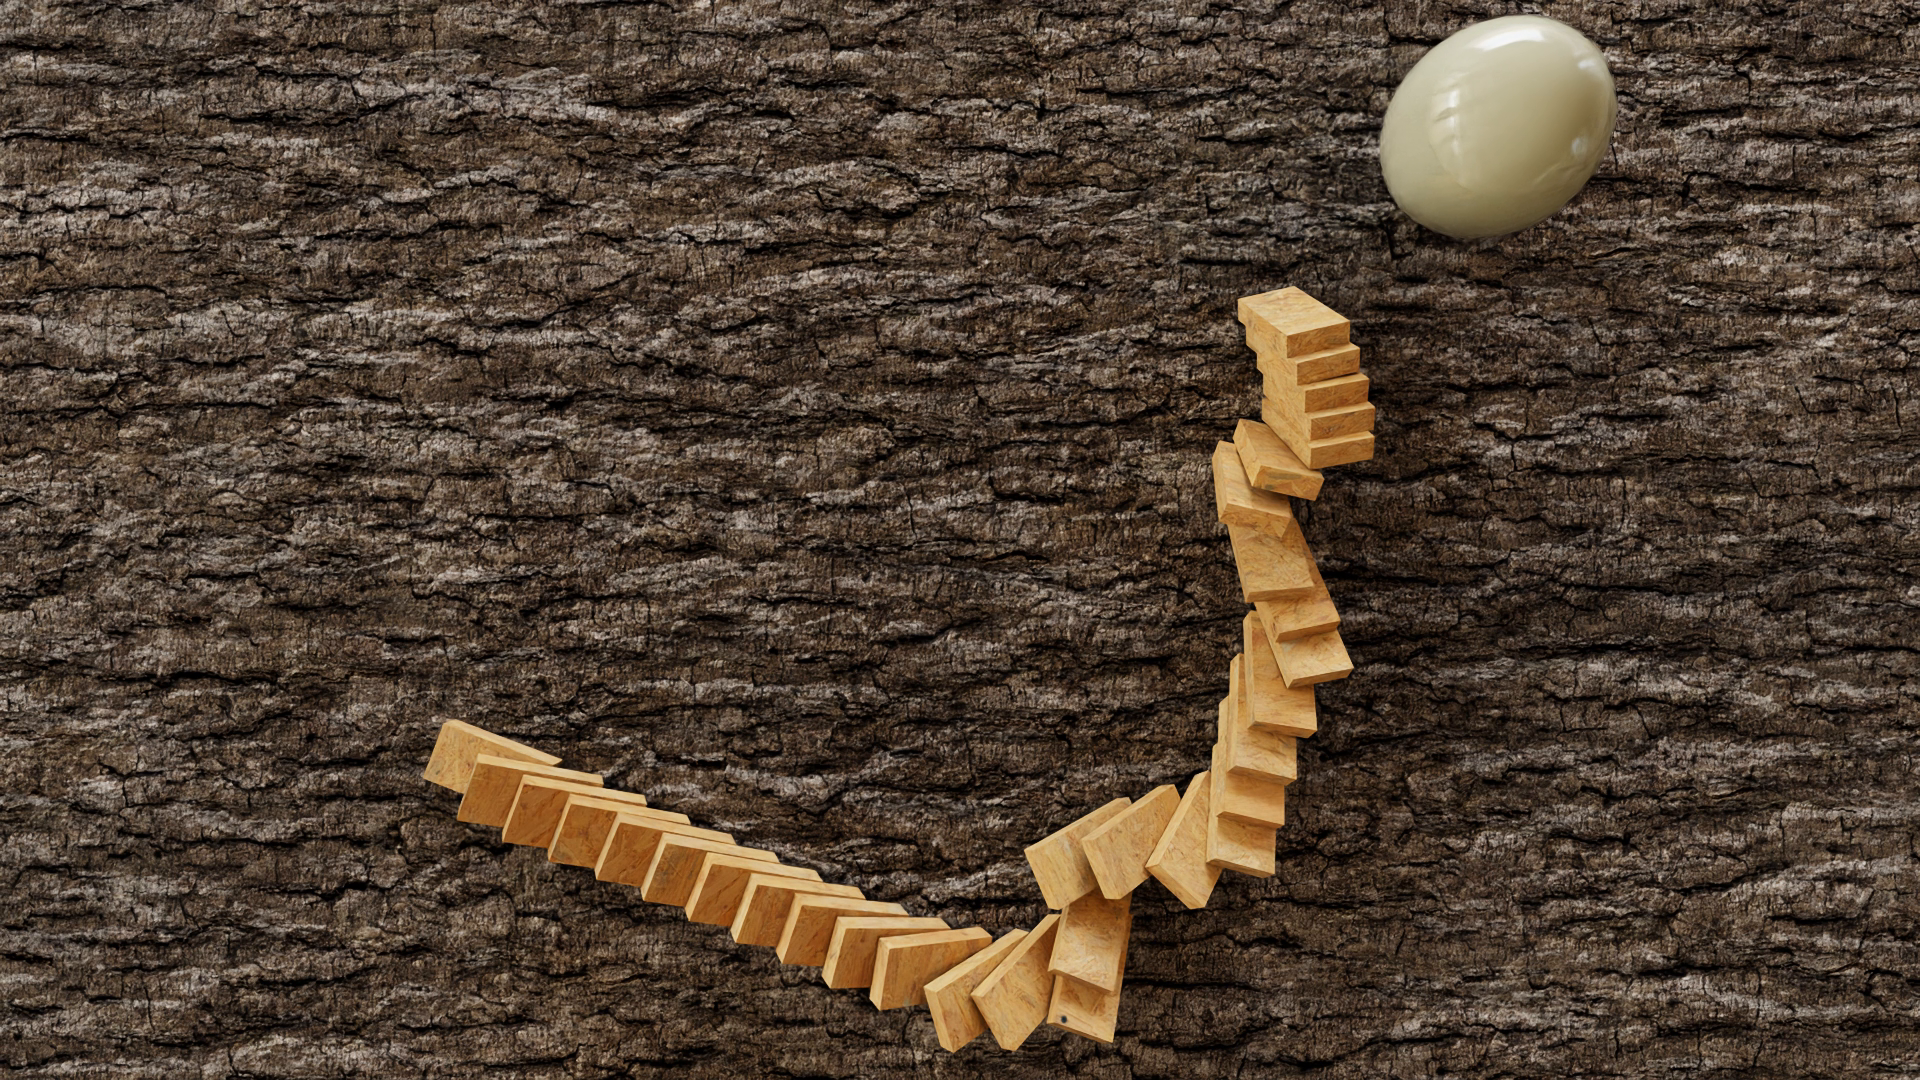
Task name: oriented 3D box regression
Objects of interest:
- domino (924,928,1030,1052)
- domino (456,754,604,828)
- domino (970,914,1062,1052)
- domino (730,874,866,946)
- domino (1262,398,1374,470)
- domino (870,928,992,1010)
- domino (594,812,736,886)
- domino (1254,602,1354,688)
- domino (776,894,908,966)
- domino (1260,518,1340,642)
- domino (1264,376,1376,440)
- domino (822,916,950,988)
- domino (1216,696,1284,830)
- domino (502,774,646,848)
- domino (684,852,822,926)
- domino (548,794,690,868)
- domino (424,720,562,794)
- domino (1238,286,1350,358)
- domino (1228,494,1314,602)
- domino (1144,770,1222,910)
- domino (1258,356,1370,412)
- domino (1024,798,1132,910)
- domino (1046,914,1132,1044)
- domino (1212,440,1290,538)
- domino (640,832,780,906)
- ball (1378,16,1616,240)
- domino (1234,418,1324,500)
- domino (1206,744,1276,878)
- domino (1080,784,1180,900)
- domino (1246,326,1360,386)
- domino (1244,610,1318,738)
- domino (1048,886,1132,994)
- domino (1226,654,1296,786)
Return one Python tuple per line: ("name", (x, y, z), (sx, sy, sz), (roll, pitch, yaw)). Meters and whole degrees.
("domino", (0.011, 0.186, 0.382), (0.050, 0.009, 0.025), (-16, 90, -35))
("domino", (-0.179, 0.108, 0.384), (0.050, 0.009, 0.025), (20, 90, -27))
("domino", (0.030, 0.183, 0.381), (0.050, 0.009, 0.025), (-30, 90, -37))
("domino", (-0.067, 0.157, 0.384), (0.050, 0.009, 0.025), (20, 90, -29))
("domino", (0.146, -0.046, 0.376), (0.025, 0.050, 0.009), (-10, 121, 0))
("domino", (-0.012, 0.178, 0.383), (0.050, 0.010, 0.025), (9, 90, -32))
("domino", (-0.123, 0.133, 0.384), (0.050, 0.009, 0.025), (22, 90, -28))
("domino", (0.141, 0.035, 0.382), (0.025, 0.010, 0.050), (-10, 58, -2))
("domino", (-0.049, 0.164, 0.384), (0.050, 0.009, 0.025), (19, 90, -29))
("domino", (0.136, 0.016, 0.383), (0.025, 0.009, 0.050), (-11, 58, 0))
("domino", (0.146, -0.058, 0.376), (0.025, 0.050, 0.009), (-10, 121, 0))
("domino", (-0.030, 0.172, 0.383), (0.050, 0.010, 0.025), (15, 90, -31))
("domino", (0.121, 0.092, 0.382), (0.025, 0.009, 0.050), (14, 58, -2))
("domino", (-0.161, 0.116, 0.384), (0.050, 0.010, 0.025), (20, 90, -28))
("domino", (-0.086, 0.149, 0.384), (0.050, 0.010, 0.025), (22, 90, -29))
("domino", (-0.142, 0.125, 0.384), (0.050, 0.010, 0.025), (21, 90, -28))
("domino", (-0.201, 0.099, 0.395), (0.050, 0.010, 0.025), (21, 90, 0))
("domino", (0.136, -0.090, 0.376), (0.025, 0.050, 0.009), (-13, 121, 0))
("domino", (0.127, 0.001, 0.382), (0.025, 0.009, 0.050), (-5, 58, 4))
("domino", (0.100, 0.124, 0.382), (0.025, 0.010, 0.050), (43, 55, 0))
("domino", (0.144, -0.069, 0.376), (0.025, 0.050, 0.010), (-10, 121, 0))
("domino", (0.054, 0.130, 0.383), (0.050, 0.010, 0.025), (-20, 81, -26))
("domino", (0.054, 0.178, 0.381), (0.025, 0.010, 0.050), (22, 56, -4))
("domino", (0.119, -0.022, 0.377), (0.025, 0.050, 0.009), (14, 126, 2))
("domino", (-0.104, 0.141, 0.384), (0.050, 0.009, 0.025), (22, 90, -28))
("ball", (0.209, -0.160, 0.360), (0.080, 0.080, 0.080), (0, 90, 0))
("domino", (0.129, -0.034, 0.376), (0.025, 0.050, 0.009), (13, 119, 0))
("domino", (0.118, 0.112, 0.382), (0.025, 0.010, 0.050), (16, 58, -3))
("domino", (0.075, 0.125, 0.381), (0.050, 0.010, 0.025), (-20, 85, -35))
("domino", (0.139, -0.079, 0.376), (0.025, 0.050, 0.010), (-13, 121, -1))
("domino", (0.133, 0.055, 0.383), (0.025, 0.010, 0.050), (9, 58, 0))
("domino", (0.056, 0.158, 0.382), (0.025, 0.009, 0.050), (22, 55, -1))
("domino", (0.126, 0.074, 0.383), (0.025, 0.009, 0.050), (13, 58, -1))
